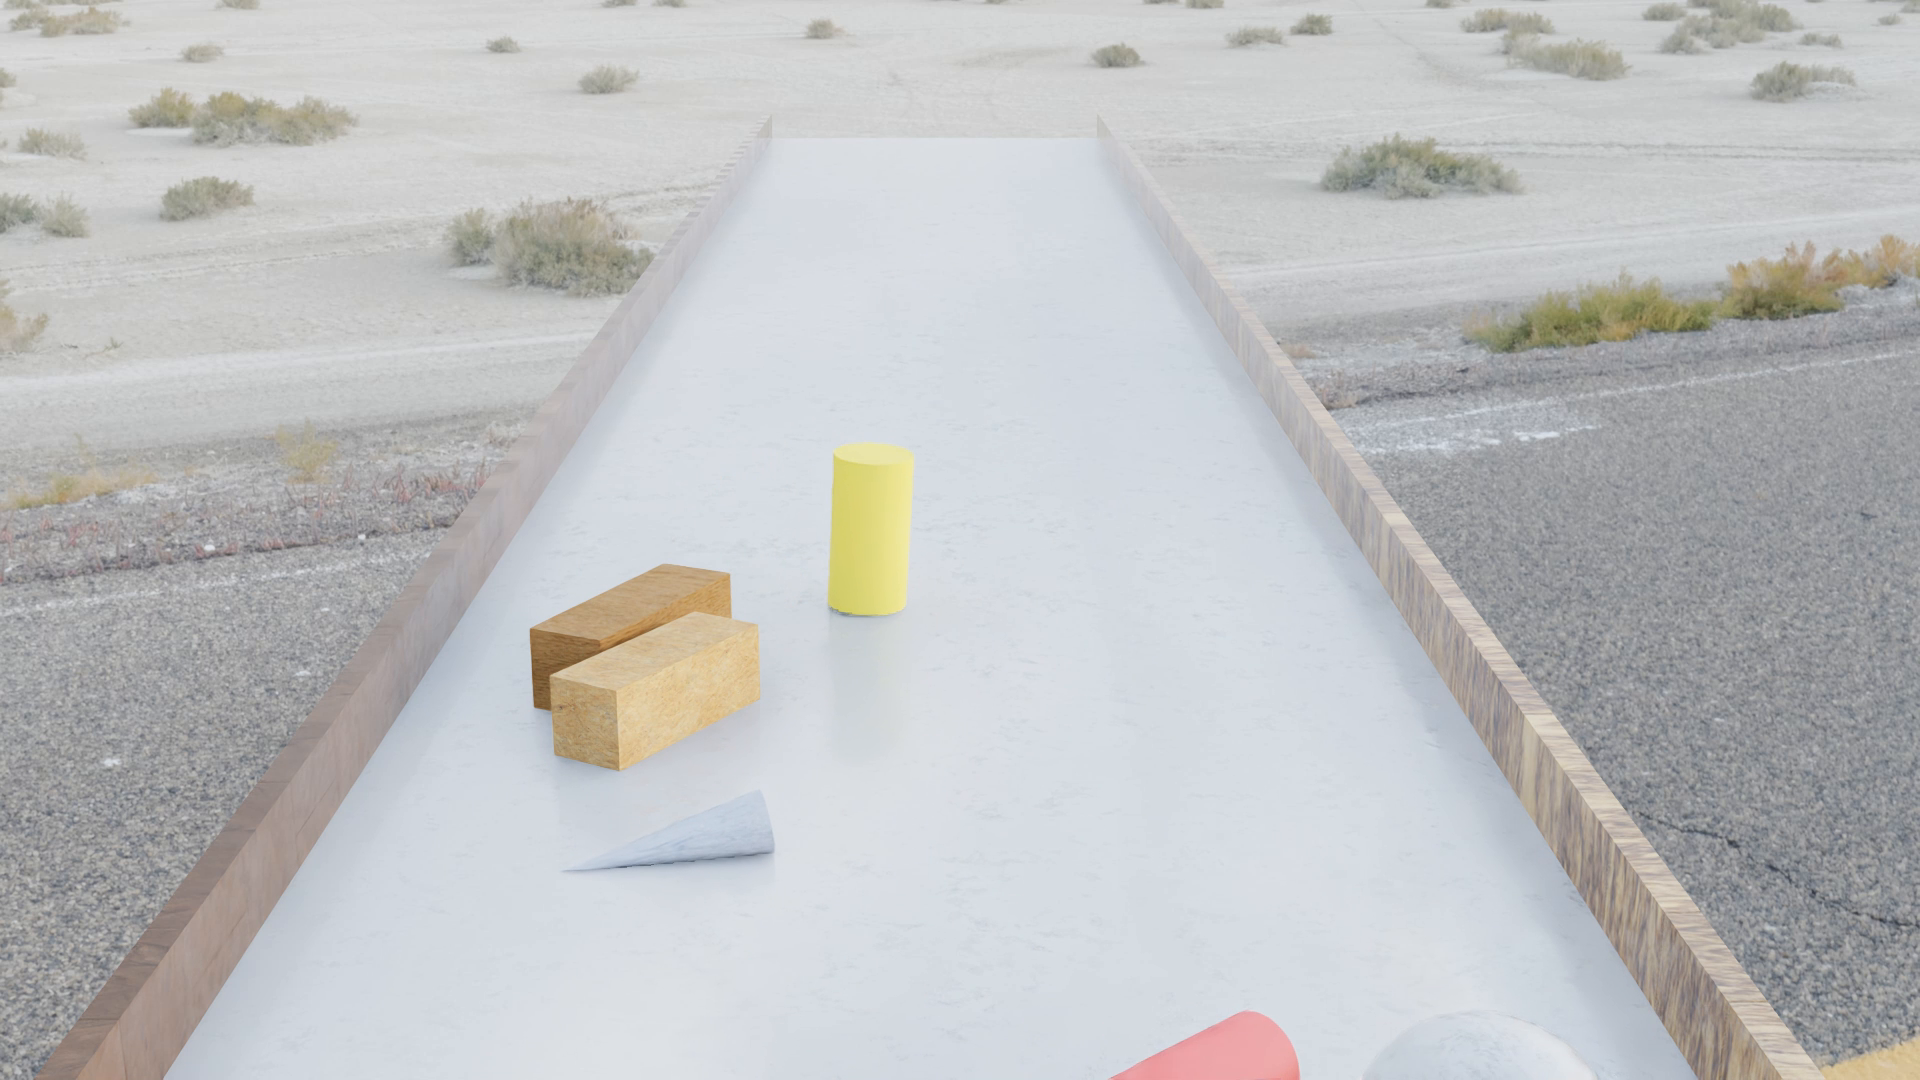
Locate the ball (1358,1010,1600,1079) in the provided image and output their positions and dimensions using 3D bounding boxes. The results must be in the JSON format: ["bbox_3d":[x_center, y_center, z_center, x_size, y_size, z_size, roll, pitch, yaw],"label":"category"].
[{"bbox_3d":[0.576,0.674,2.424,0.305,0.305,0.305,0,17,0],"label":"ball"}]

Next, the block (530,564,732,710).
[{"bbox_3d":[-0.635,0.192,4.303,0.159,0.159,0.459,8,18,25],"label":"block"}]

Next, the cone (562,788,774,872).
[{"bbox_3d":[-0.472,0.487,3.501,0.339,0.103,0.103,-13,19,-12],"label":"cone"}]

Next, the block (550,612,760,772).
[{"bbox_3d":[-0.554,0.272,4.048,0.151,0.151,0.419,10,19,30],"label":"block"}]

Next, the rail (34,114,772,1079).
[{"bbox_3d":[-1.118,-0.838,7.780,0.050,0.150,12.000,0,17,-1],"label":"rail"}]

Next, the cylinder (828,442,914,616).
[{"bbox_3d":[-0.192,-0.024,4.703,0.171,0.335,0.171,3,18,-1],"label":"cylinder"}]

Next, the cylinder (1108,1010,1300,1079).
[{"bbox_3d":[0.270,0.687,2.691,0.304,0.127,0.127,-15,22,-41],"label":"cylinder"}]

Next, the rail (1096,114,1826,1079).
[{"bbox_3d":[0.932,-0.844,7.801,0.050,0.150,12.000,0,17,-1],"label":"rail"}]
